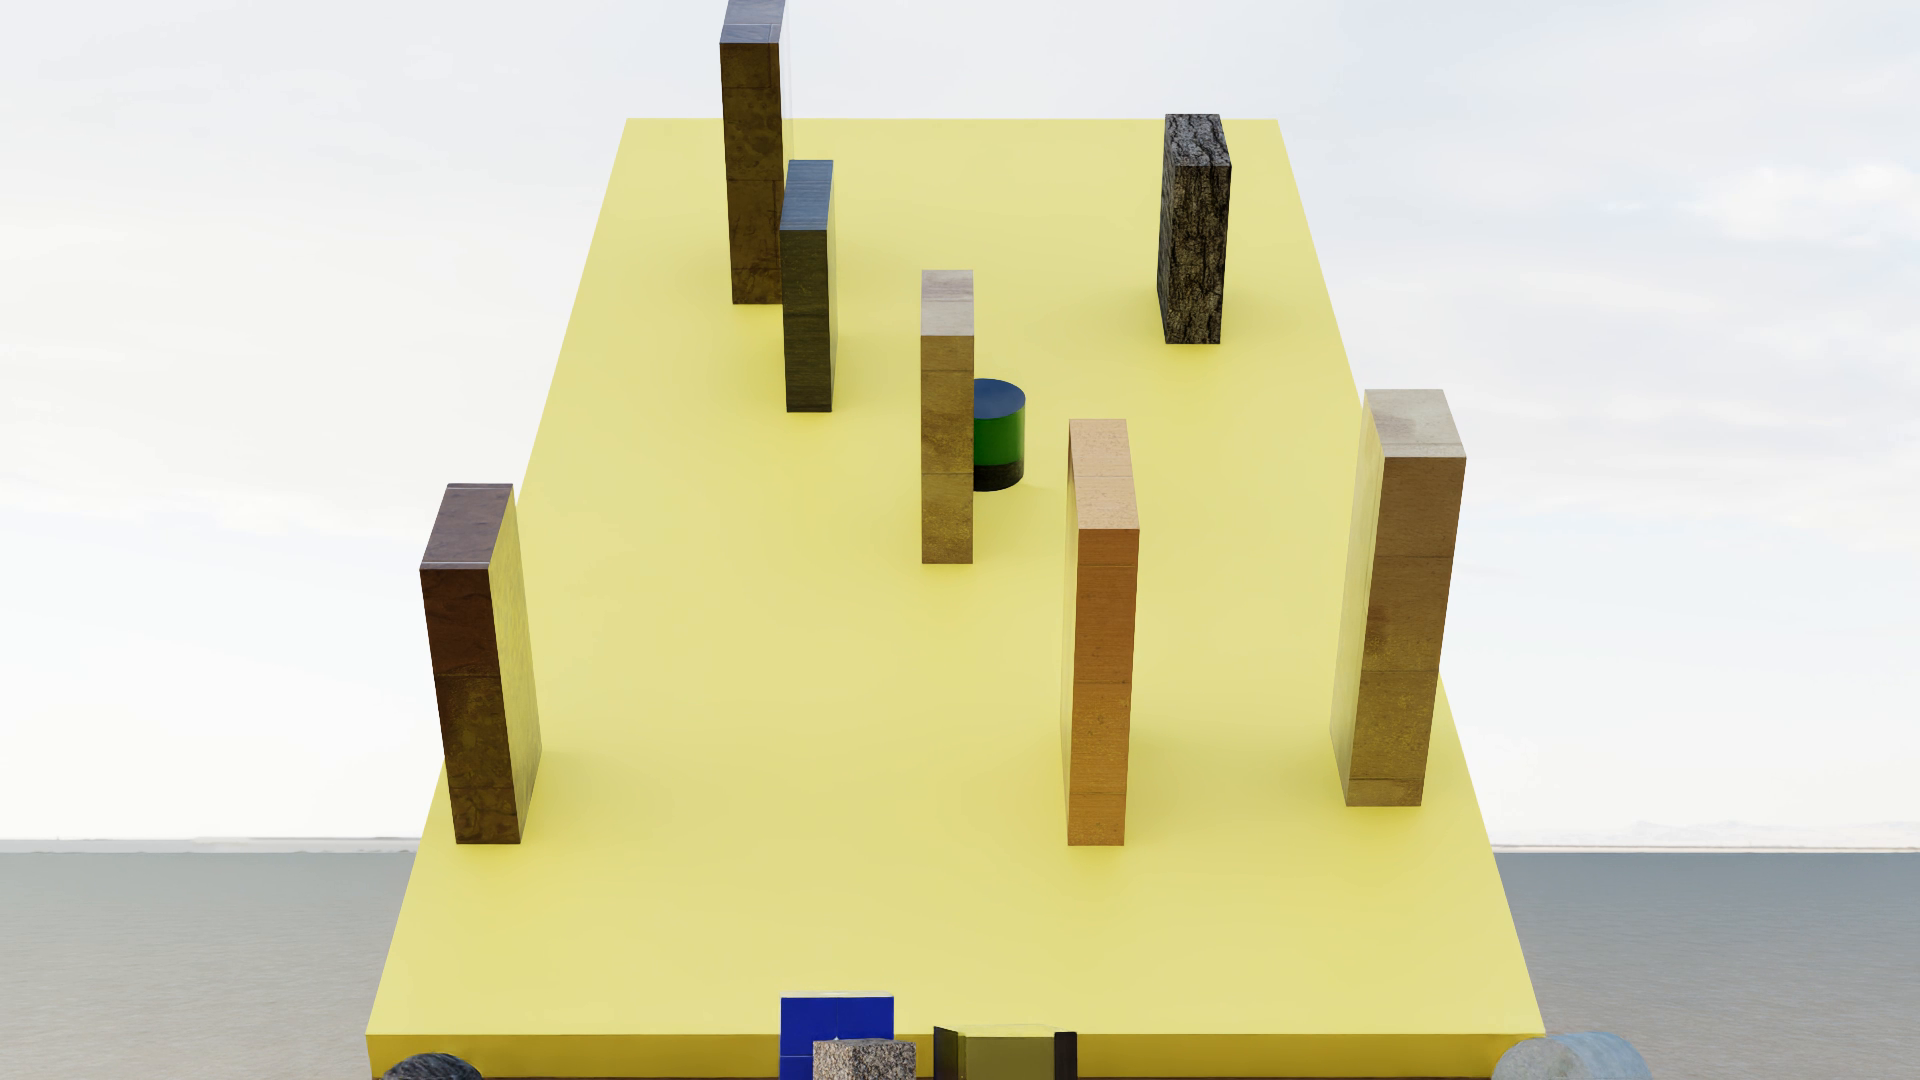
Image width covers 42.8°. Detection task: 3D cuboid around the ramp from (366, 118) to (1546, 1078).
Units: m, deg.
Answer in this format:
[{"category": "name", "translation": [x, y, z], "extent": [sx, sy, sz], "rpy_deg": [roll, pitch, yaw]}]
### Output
[{"category": "ramp", "translation": [-0.015, -0.187, 5.866], "extent": [2.000, 0.100, 4.000], "rpy_deg": [0, 32, 0]}]

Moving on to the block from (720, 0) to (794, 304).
[{"category": "block", "translation": [-0.525, -1.040, 6.443], "extent": [0.148, 0.722, 0.423], "rpy_deg": [0, 32, 0]}]

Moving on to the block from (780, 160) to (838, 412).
[{"category": "block", "translation": [-0.367, -0.625, 6.008], "extent": [0.110, 0.487, 0.409], "rpy_deg": [0, 32, 0]}]

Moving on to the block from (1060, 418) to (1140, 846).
[{"category": "block", "translation": [0.254, 0.173, 4.548], "extent": [0.105, 0.697, 0.385], "rpy_deg": [0, 32, 0]}]

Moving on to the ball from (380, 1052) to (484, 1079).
[{"category": "ball", "translation": [-0.629, 0.685, 2.908], "extent": [0.150, 0.150, 0.150], "rpy_deg": [0, -7, 0]}]

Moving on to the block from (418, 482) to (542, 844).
[{"category": "block", "translation": [-0.879, 0.232, 4.528], "extent": [0.120, 0.612, 0.290], "rpy_deg": [0, 32, 0]}]

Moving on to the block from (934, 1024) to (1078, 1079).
[{"category": "block", "translation": [0.059, 0.726, 3.255], "extent": [0.152, 0.152, 0.152], "rpy_deg": [2, -7, -17]}]

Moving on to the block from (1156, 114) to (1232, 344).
[{"category": "block", "translation": [0.597, -0.799, 6.284], "extent": [0.139, 0.493, 0.332], "rpy_deg": [0, 32, 0]}]

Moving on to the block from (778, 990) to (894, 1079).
[{"category": "block", "translation": [-0.191, 0.778, 3.737], "extent": [0.169, 0.169, 0.169], "rpy_deg": [1, -7, -5]}]

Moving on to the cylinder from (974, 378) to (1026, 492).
[{"category": "cylinder", "translation": [0.055, -0.244, 5.681], "extent": [0.193, 0.193, 0.193], "rpy_deg": [0, 32, 0]}]

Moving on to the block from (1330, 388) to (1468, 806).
[{"category": "block", "translation": [0.809, 0.116, 4.572], "extent": [0.143, 0.772, 0.246], "rpy_deg": [0, 32, 0]}]

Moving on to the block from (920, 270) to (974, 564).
[{"category": "block", "translation": [-0.028, -0.269, 5.372], "extent": [0.113, 0.565, 0.311], "rpy_deg": [0, 32, 0]}]

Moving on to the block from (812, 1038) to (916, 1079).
[{"category": "block", "translation": [-0.140, 0.788, 3.573], "extent": [0.109, 0.109, 0.109], "rpy_deg": [5, -9, -33]}]

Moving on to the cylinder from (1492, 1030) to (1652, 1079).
[{"category": "cylinder", "translation": [0.787, 0.713, 3.147], "extent": [0.153, 0.153, 0.153], "rpy_deg": [-6, -10, 42]}]
